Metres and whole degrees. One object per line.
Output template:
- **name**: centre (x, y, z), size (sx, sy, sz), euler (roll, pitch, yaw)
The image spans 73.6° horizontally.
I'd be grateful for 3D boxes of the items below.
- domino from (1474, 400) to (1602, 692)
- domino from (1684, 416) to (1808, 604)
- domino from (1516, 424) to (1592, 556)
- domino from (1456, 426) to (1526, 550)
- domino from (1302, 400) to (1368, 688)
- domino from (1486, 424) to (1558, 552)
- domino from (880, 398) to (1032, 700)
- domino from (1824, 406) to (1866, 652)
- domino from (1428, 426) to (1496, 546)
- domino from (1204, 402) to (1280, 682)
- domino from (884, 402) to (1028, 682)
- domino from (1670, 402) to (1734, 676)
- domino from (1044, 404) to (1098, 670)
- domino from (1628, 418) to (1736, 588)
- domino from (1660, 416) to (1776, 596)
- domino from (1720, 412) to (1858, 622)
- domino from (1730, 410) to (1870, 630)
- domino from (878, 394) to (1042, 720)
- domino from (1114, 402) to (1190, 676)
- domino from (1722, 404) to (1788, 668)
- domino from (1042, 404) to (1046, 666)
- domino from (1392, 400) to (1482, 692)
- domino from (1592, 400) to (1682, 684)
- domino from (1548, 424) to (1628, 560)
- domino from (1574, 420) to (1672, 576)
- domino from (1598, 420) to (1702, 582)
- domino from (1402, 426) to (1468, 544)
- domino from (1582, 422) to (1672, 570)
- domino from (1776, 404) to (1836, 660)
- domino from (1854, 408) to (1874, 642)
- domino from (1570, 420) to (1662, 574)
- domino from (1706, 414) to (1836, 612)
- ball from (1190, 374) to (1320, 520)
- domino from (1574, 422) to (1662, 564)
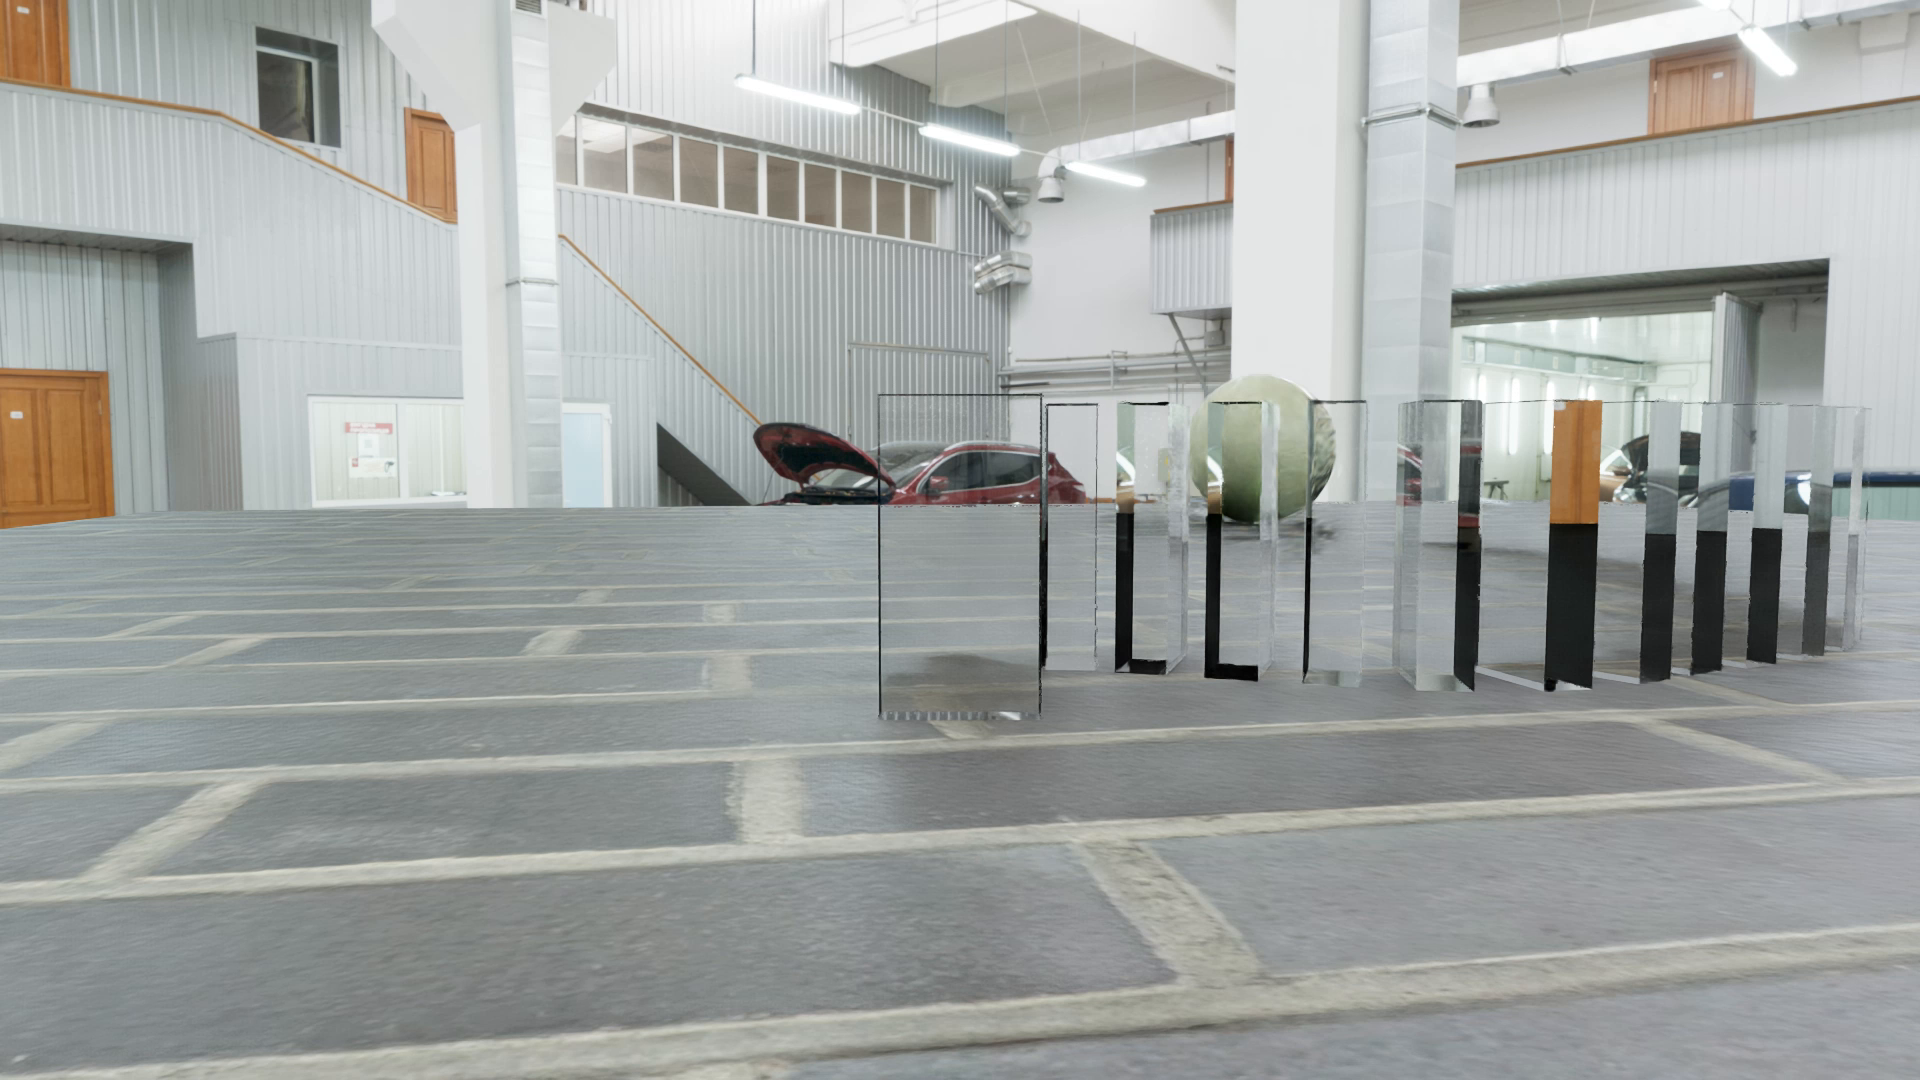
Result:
- **domino**: centre (0.102, 0.000, 0.232), size (0.009, 0.050, 0.025), euler (-1, 4, -12)
- **domino**: centre (0.213, -0.009, 0.348), size (0.025, 0.050, 0.009), euler (1, 4, 11)
- **domino**: centre (0.228, -0.019, 0.493), size (0.025, 0.050, 0.009), euler (-1, 4, -17)
- **domino**: centre (0.217, -0.022, 0.525), size (0.025, 0.050, 0.010), euler (-2, 5, -20)
- **domino**: centre (0.069, 0.000, 0.236), size (0.009, 0.050, 0.025), euler (1, 5, 19)
- **domino**: centre (0.223, -0.021, 0.509), size (0.025, 0.050, 0.009), euler (-1, 5, -19)
- **domino**: centre (-0.001, 0.001, 0.218), size (0.025, 0.050, 0.009), euler (0, 4, -3)
- **domino**: centre (0.176, -0.003, 0.273), size (0.009, 0.050, 0.025), euler (-4, 6, -44)
- **domino**: centre (0.212, -0.023, 0.541), size (0.025, 0.050, 0.010), euler (-2, 5, -20)
- **domino**: centre (0.053, -0.001, 0.242), size (0.009, 0.050, 0.025), euler (2, 5, 20)
- **domino**: centre (-0.001, 0.000, 0.234), size (0.025, 0.050, 0.010), euler (1, 4, 7)
- **domino**: centre (0.133, -0.001, 0.247), size (0.010, 0.050, 0.025), euler (-2, 5, -29)
- **domino**: centre (0.022, -0.001, 0.252), size (0.010, 0.050, 0.025), euler (0, 4, 5)
- **domino**: centre (0.215, -0.011, 0.382), size (0.025, 0.050, 0.010), euler (0, 4, -3)
- **domino**: centre (0.215, -0.010, 0.365), size (0.025, 0.050, 0.010), euler (0, 4, 2)
- **domino**: centre (0.203, -0.006, 0.316), size (0.025, 0.050, 0.010), euler (2, 5, 22)
- **domino**: centre (0.196, -0.005, 0.300), size (0.025, 0.050, 0.010), euler (2, 5, 29)
- **domino**: centre (0.000, 0.002, 0.201), size (0.025, 0.050, 0.009), euler (0, 4, 0)
- **domino**: centre (0.037, -0.001, 0.247), size (0.009, 0.050, 0.025), euler (1, 5, 19)
- **domino**: centre (0.148, -0.002, 0.255), size (0.009, 0.050, 0.025), euler (-2, 5, -27)
- **domino**: centre (0.004, -0.001, 0.250), size (0.009, 0.050, 0.025), euler (-4, 6, -42)
- **domino**: centre (0.086, 0.000, 0.232), size (0.009, 0.050, 0.025), euler (1, 4, 9)
- **domino**: centre (0.118, 0.000, 0.238), size (0.009, 0.050, 0.025), euler (-3, 5, -30)
- **domino**: centre (0.233, -0.018, 0.477), size (0.025, 0.050, 0.009), euler (-1, 4, -14)
- **domino**: centre (0.214, -0.014, 0.415), size (0.025, 0.050, 0.009), euler (0, 4, 6)
- **domino**: centre (0.214, -0.012, 0.398), size (0.025, 0.050, 0.009), euler (0, 4, -2)
- **domino**: centre (0.206, -0.024, 0.557), size (0.025, 0.050, 0.009), euler (-1, 5, -18)
- **domino**: centre (0.231, -0.016, 0.444), size (0.025, 0.050, 0.009), euler (3, 5, 34)
- **domino**: centre (0.162, -0.002, 0.263), size (0.009, 0.050, 0.025), euler (-3, 5, -33)
- **domino**: centre (0.187, -0.004, 0.286), size (0.025, 0.050, 0.009), euler (3, 5, 37)
- **domino**: centre (0.220, -0.015, 0.431), size (0.025, 0.050, 0.009), euler (3, 5, 36)
- **domino**: centre (0.209, -0.007, 0.332), size (0.025, 0.050, 0.009), euler (1, 4, 16)
- **ball**: centre (0.162, -0.049, 0.692), size (0.080, 0.080, 0.080), euler (0, 4, 0)
- **domino**: centre (0.236, -0.017, 0.460), size (0.025, 0.050, 0.010), euler (0, 4, 0)
